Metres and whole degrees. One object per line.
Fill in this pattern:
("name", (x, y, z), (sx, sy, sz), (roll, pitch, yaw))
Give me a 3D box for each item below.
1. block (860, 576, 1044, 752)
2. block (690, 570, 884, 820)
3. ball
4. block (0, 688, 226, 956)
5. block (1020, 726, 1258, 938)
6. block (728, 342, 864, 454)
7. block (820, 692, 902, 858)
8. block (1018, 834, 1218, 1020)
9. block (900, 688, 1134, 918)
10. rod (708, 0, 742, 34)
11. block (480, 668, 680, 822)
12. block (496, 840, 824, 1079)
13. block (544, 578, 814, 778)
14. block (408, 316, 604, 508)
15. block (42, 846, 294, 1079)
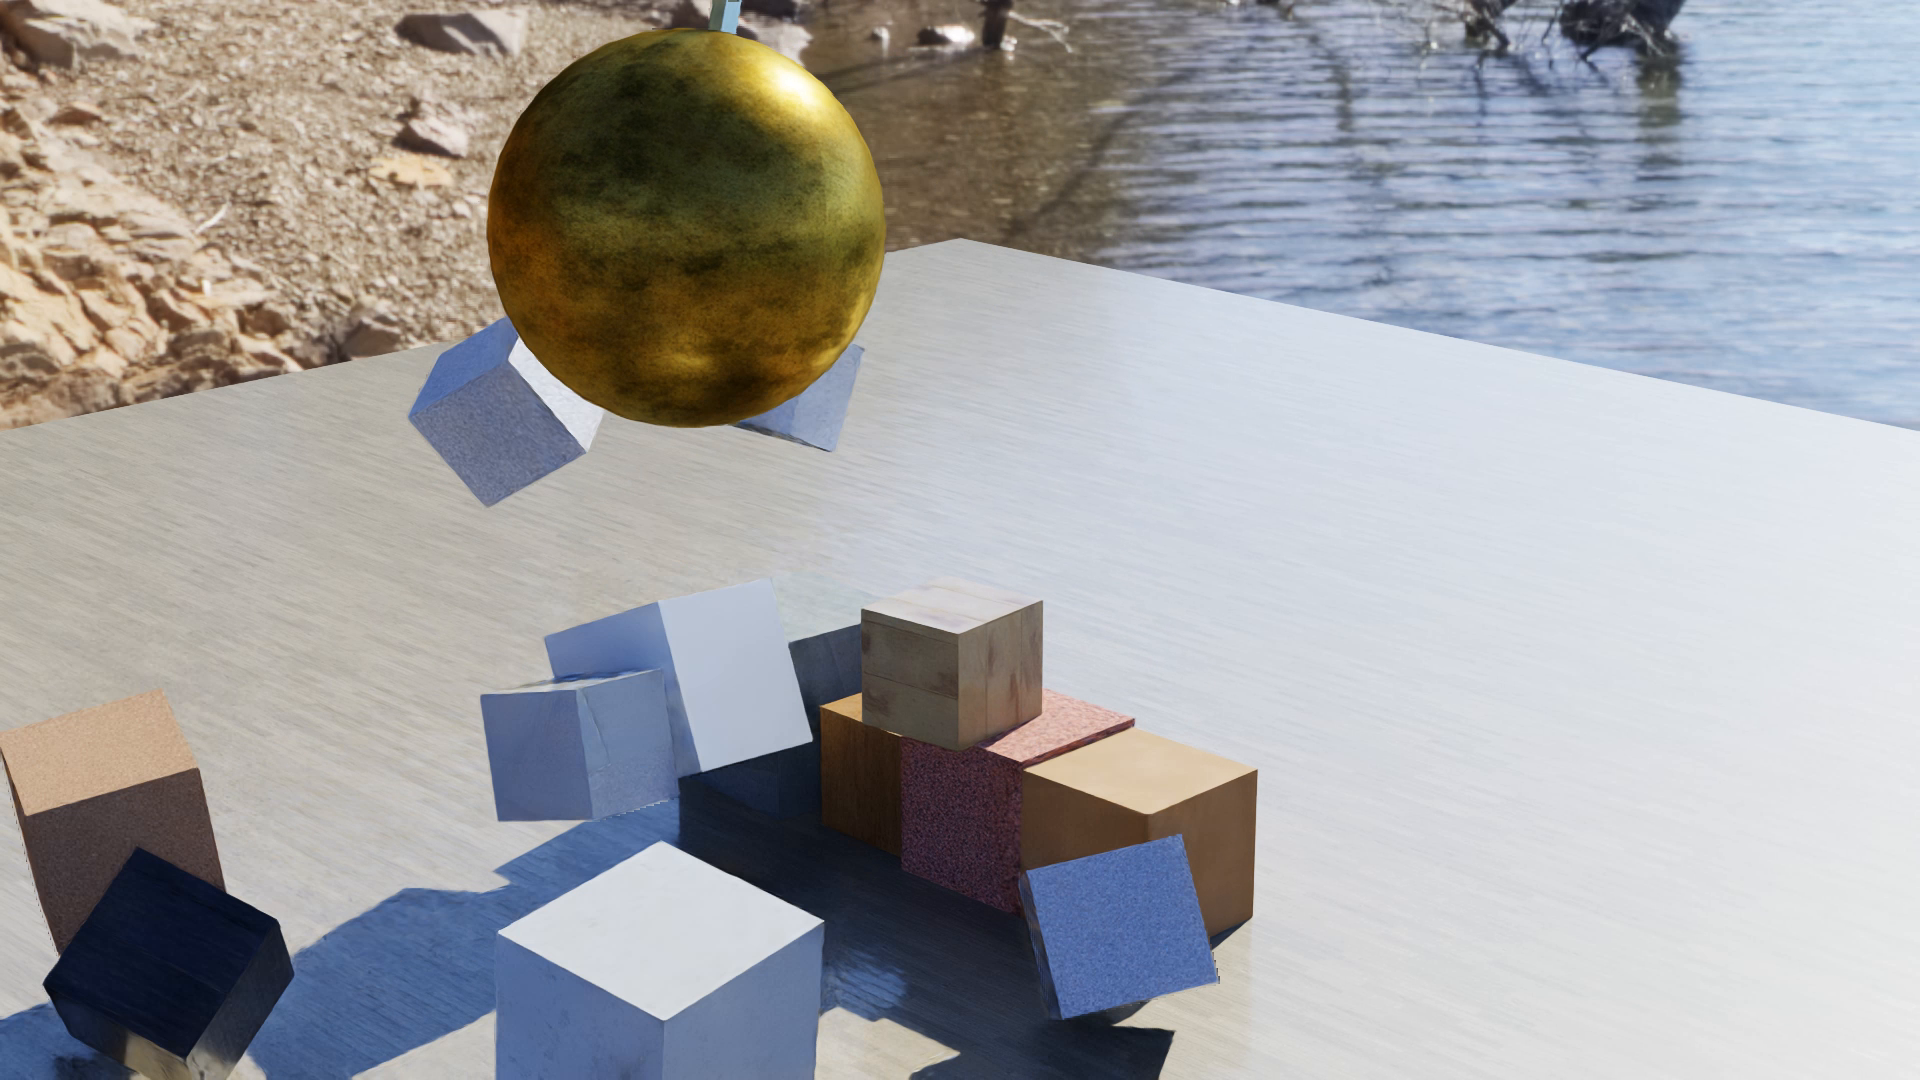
("block", (-0.034, 0.548, 13.208), (0.560, 0.551, 0.605), (14, 22, 37))
("block", (-0.823, 0.748, 14.485), (0.830, 0.888, 0.836), (-14, 22, -38))
("ball", (-1.097, -1.249, 11.800), (1.600, 1.600, 1.600), (0, 17, 0))
("block", (-3.444, 1.204, 11.972), (0.676, 0.821, 0.702), (-16, 30, -21))
("block", (0.785, 1.338, 12.911), (0.733, 0.706, 0.726), (16, 24, 42))
("block", (-0.931, -0.812, 14.547), (0.607, 0.549, 0.639), (15, -2, 19))
("block", (-0.217, 1.072, 13.928), (0.633, 0.603, 0.618), (-16, 24, -42))
("block", (0.622, 1.565, 11.781), (0.626, 0.590, 0.693), (-13, -9, -4))
("block", (0.261, 1.163, 13.408), (0.751, 0.742, 0.753), (16, 24, 42))
("rod", (-0.475, -4.568, 11.408), (0.080, 5.200, 0.080), (17, 9, 42))
("block", (-1.676, 0.905, 12.938), (0.589, 0.567, 0.549), (-5, 4, 37))
("block", (-1.127, 1.796, 10.984), (0.822, 0.824, 0.886), (21, 30, 31))
("block", (-1.304, 0.691, 13.586), (0.774, 0.785, 0.757), (-17, -3, 39))
("block", (-2.091, -0.641, 13.699), (0.615, 0.579, 0.571), (-27, 26, 24))
("block", (-2.992, 1.668, 11.144), (0.614, 0.617, 0.615), (26, 63, 8))
